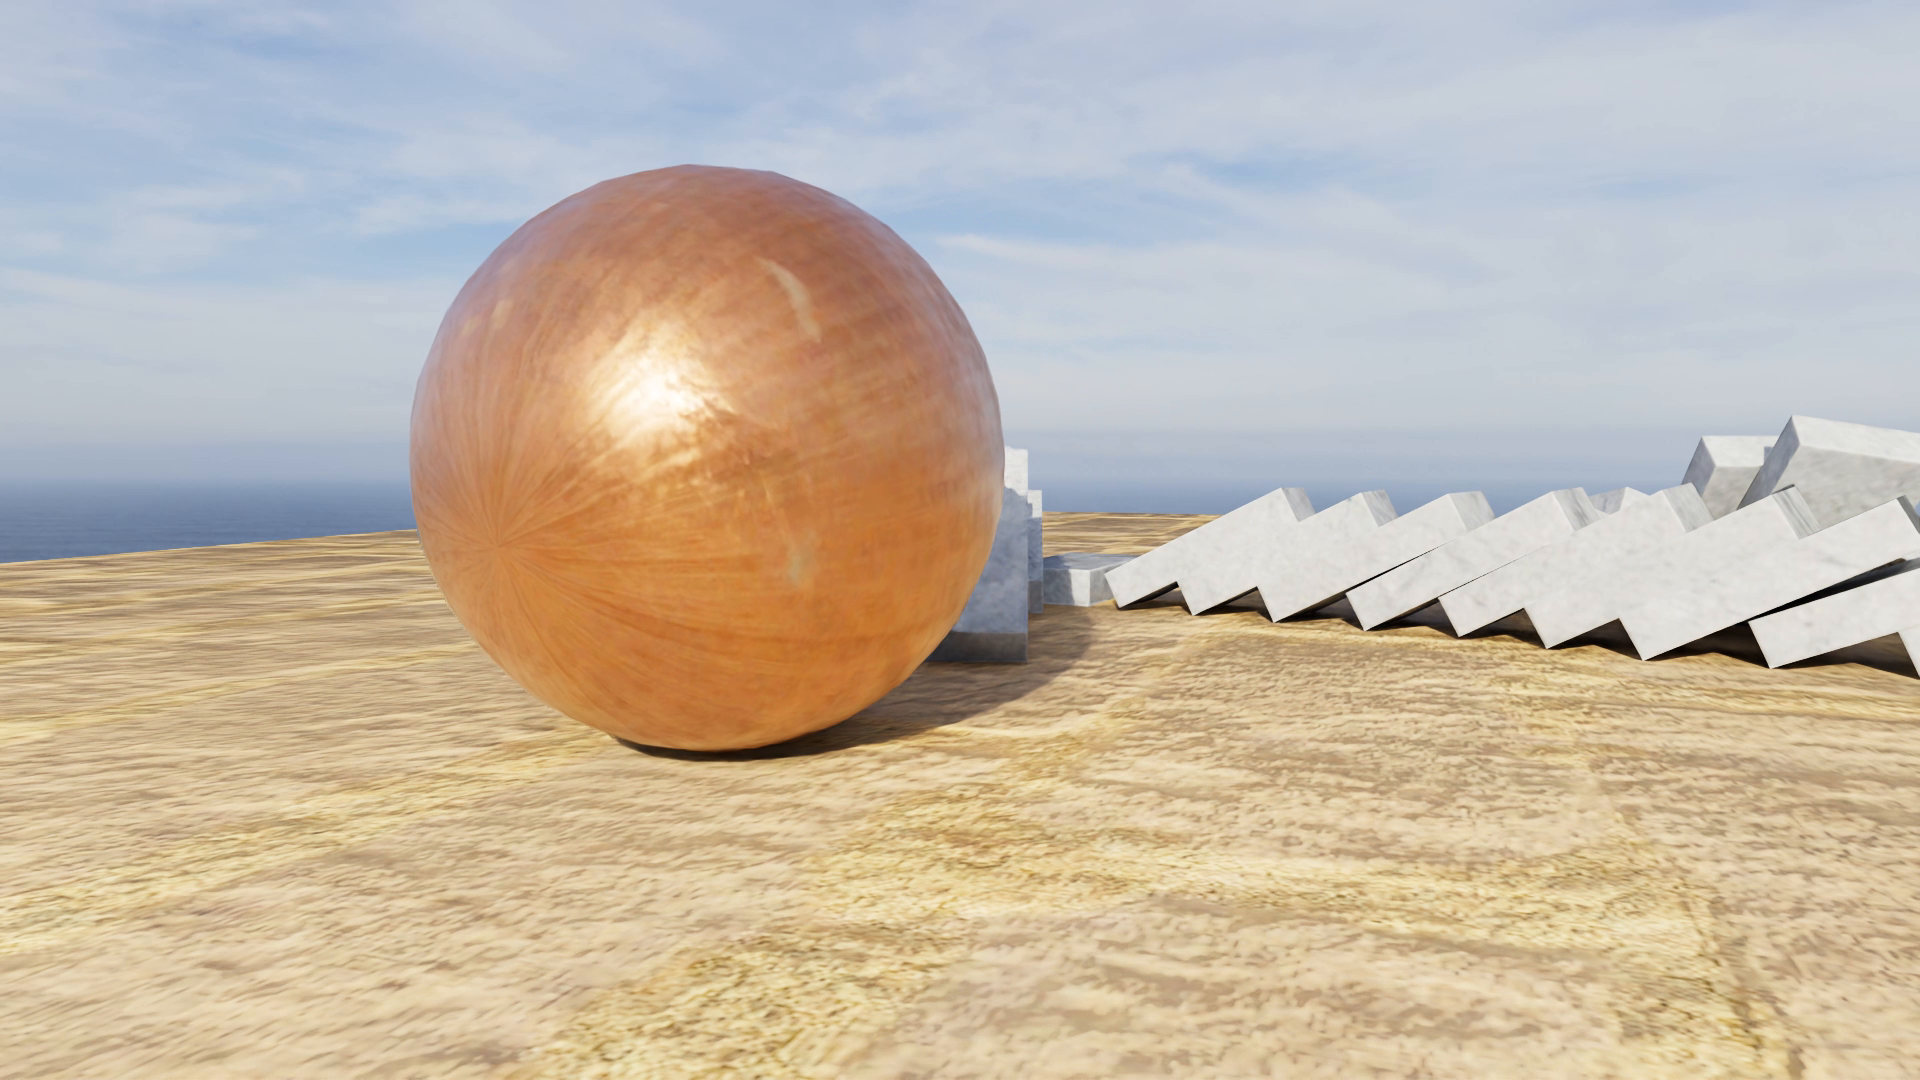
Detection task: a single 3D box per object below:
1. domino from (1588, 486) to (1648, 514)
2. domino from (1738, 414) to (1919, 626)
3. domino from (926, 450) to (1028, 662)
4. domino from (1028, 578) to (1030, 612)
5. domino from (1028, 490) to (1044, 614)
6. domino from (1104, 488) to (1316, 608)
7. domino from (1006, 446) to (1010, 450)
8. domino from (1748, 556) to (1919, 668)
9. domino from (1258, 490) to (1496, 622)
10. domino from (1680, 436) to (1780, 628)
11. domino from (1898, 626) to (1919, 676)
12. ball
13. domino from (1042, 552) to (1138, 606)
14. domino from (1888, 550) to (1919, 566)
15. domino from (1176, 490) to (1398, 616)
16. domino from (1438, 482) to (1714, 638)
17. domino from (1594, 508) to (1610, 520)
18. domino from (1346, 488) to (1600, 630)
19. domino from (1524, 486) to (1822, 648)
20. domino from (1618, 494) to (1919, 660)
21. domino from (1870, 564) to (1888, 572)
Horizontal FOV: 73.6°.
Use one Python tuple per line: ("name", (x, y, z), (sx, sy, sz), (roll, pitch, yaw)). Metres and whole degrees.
("domino", (0.183, 0.002, 0.326), (0.050, 0.009, 0.025), (22, -9, -4))
("domino", (0.177, -0.002, 0.267), (0.025, 0.050, 0.009), (11, 45, 11))
("domino", (0.001, 0.002, 0.264), (0.025, 0.009, 0.050), (0, 48, 3))
("domino", (0.001, 0.000, 0.324), (0.025, 0.009, 0.050), (-6, 37, -4))
("domino", (0.009, 0.002, 0.342), (0.025, 0.009, 0.050), (0, 29, 3))
("domino", (0.064, 0.002, 0.328), (0.050, 0.009, 0.025), (-28, -11, 25))
("domino", (0.001, -0.001, 0.306), (0.025, 0.009, 0.050), (-2, 48, -1))
("domino", (0.178, 0.010, 0.240), (0.050, 0.009, 0.025), (-27, -12, 34))
("domino", (0.098, 0.004, 0.302), (0.050, 0.009, 0.025), (-31, -16, 35))
("domino", (0.171, -0.001, 0.285), (0.025, 0.050, 0.009), (0, 45, 6))
("domino", (0.197, 0.011, 0.227), (0.050, 0.009, 0.025), (-26, -12, 36))
("ball", (-0.034, -0.011, 0.179), (0.080, 0.080, 0.080), (0, 4, 0))
("domino", (0.034, 0.011, 0.364), (0.025, 0.010, 0.050), (2, 5, 26))
("domino", (0.233, 0.000, 0.323), (0.025, 0.009, 0.050), (25, 14, -35))
("domino", (0.081, 0.003, 0.318), (0.050, 0.009, 0.025), (-29, -11, 29))
("domino", (0.131, 0.005, 0.274), (0.025, 0.009, 0.050), (-8, -21, -48))
("domino", (0.162, 0.005, 0.315), (0.050, 0.009, 0.025), (19, -8, -17))
("domino", (0.115, 0.004, 0.288), (0.050, 0.009, 0.025), (-33, -17, 36))
("domino", (0.144, 0.006, 0.261), (0.025, 0.010, 0.050), (-8, -21, -48))
("domino", (0.157, 0.008, 0.248), (0.050, 0.009, 0.025), (-34, -18, 36))
("domino", (0.216, 0.007, 0.344), (0.025, 0.010, 0.050), (26, -11, -33))
